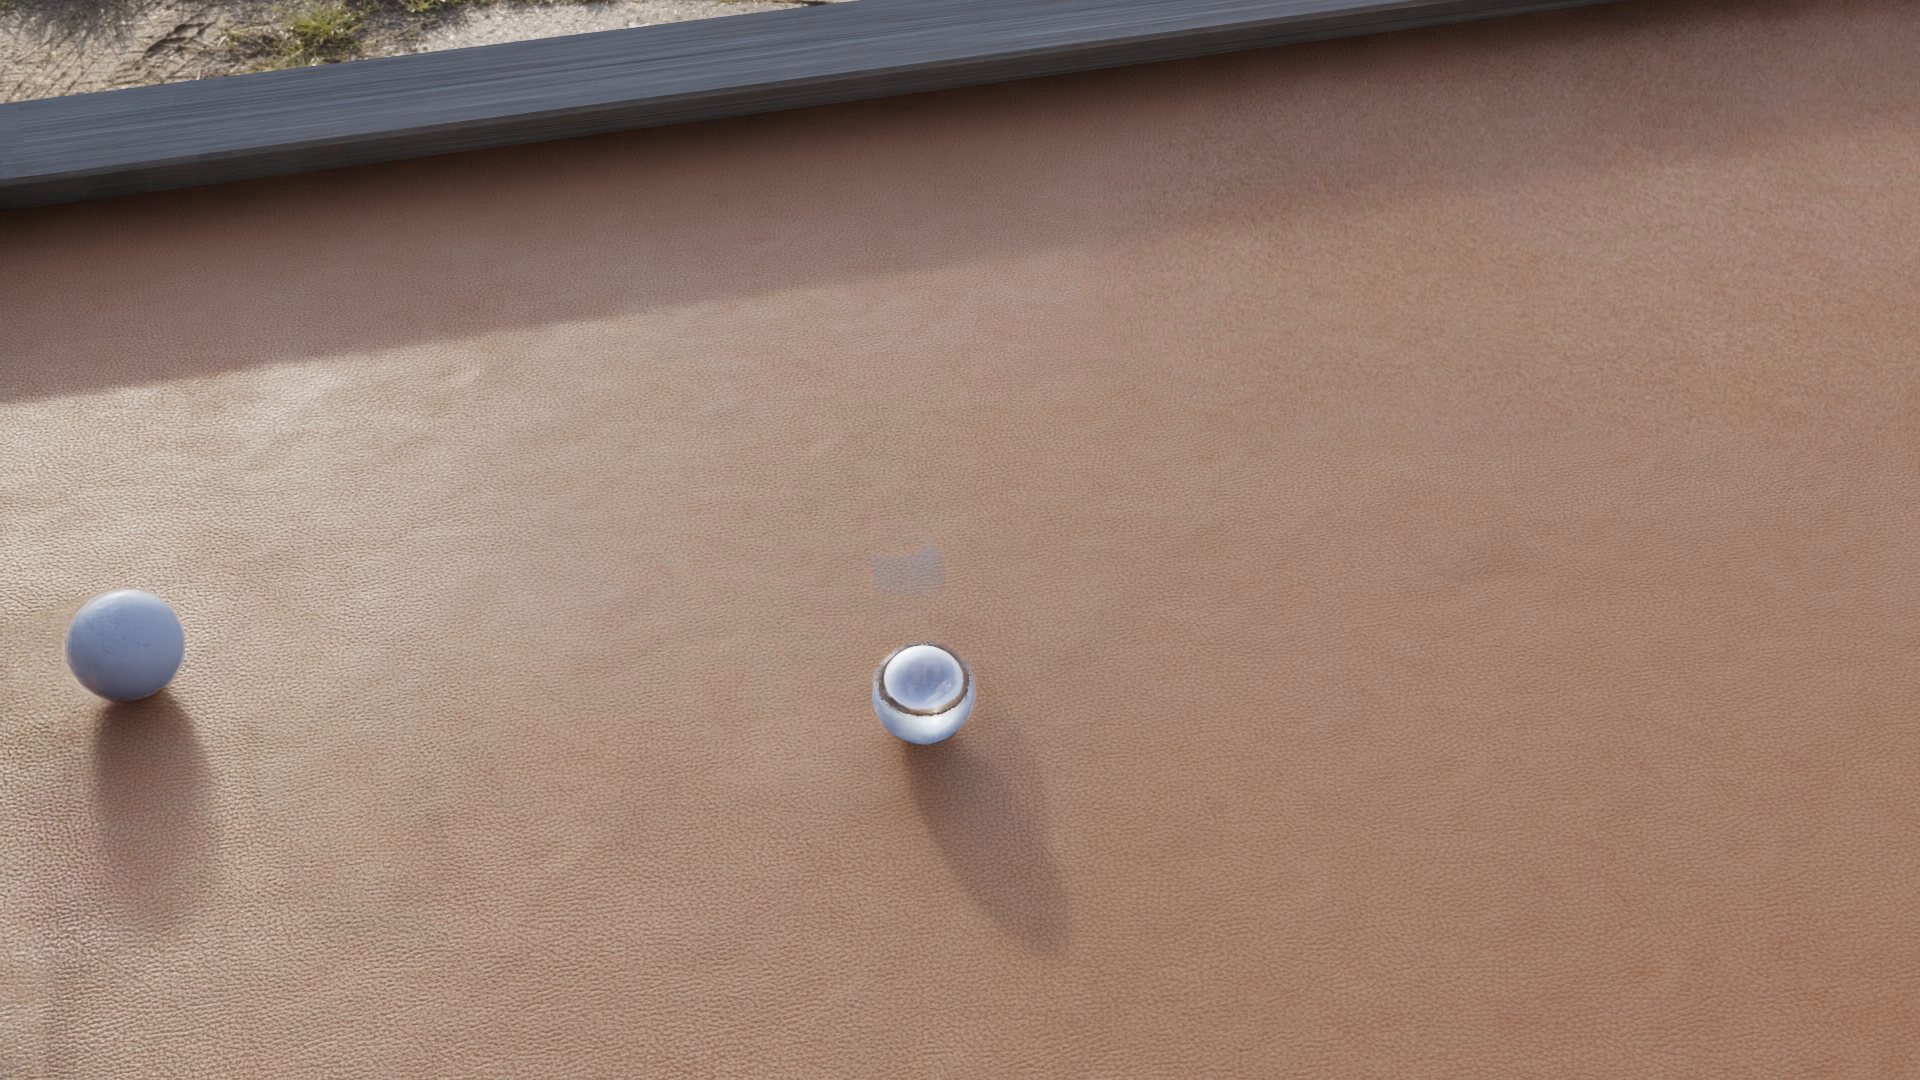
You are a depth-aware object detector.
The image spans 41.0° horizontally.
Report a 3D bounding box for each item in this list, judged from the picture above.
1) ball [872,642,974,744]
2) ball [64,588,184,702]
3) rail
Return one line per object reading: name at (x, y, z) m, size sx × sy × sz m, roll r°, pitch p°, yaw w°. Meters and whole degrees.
ball at (-0.021, 0.088, 1.474) m, size 0.059 × 0.059 × 0.059 m, roll 0°, pitch 36°, yaw 0°
ball at (-0.490, 0.062, 1.504) m, size 0.066 × 0.066 × 0.066 m, roll 0°, pitch 36°, yaw 0°
rail at (0.450, -0.487, 2.249) m, size 2.650 × 0.088 × 0.045 m, roll -10°, pitch 37°, yaw -13°
